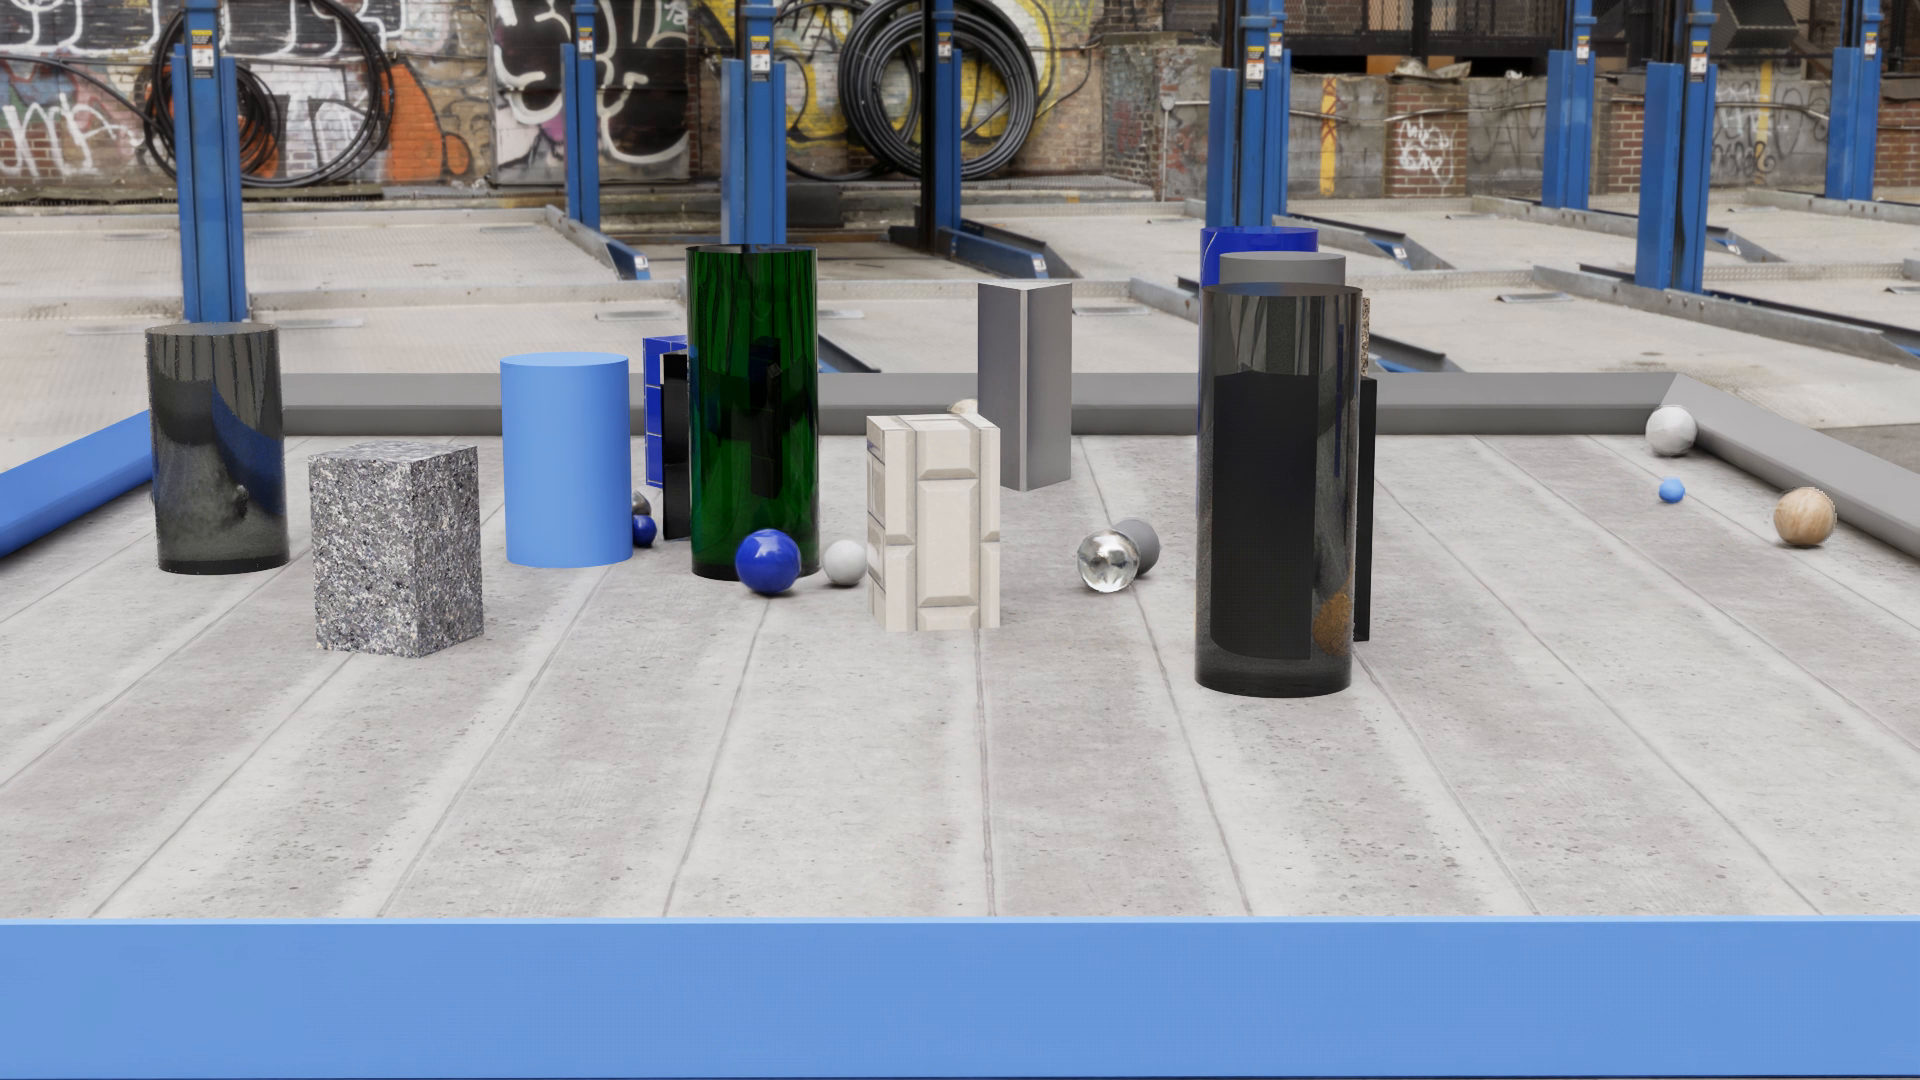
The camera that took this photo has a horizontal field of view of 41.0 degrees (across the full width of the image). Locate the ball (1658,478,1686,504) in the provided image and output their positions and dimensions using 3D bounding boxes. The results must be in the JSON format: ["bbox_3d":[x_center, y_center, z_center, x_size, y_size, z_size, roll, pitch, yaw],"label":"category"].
[{"bbox_3d":[1.187,-0.082,4.278,0.042,0.042,0.042,0,11,0],"label":"ball"}]

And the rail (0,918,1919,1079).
[{"bbox_3d":[0.009,0.327,1.868,2.850,0.121,0.045,0,11,0],"label":"rail"}]

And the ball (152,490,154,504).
[{"bbox_3d":[-1.283,-0.070,4.169,0.059,0.059,0.059,0,11,0],"label":"ball"}]

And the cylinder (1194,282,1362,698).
[{"bbox_3d":[0.373,-0.062,3.020,0.187,0.466,0.187,0,11,0],"label":"cylinder"}]

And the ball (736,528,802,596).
[{"bbox_3d":[-0.264,0.030,3.543,0.091,0.091,0.091,0,11,0],"label":"ball"}]

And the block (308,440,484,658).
[{"bbox_3d":[-0.710,0.008,3.241,0.150,0.245,0.150,4,11,22],"label":"block"}]

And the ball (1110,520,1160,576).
[{"bbox_3d":[0.245,0.011,3.668,0.082,0.082,0.082,0,11,0],"label":"ball"}]

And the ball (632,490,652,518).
[{"bbox_3d":[-0.513,-0.039,3.950,0.078,0.078,0.078,0,11,0],"label":"ball"}]

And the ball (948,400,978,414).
[{"bbox_3d":[0.019,-0.228,4.938,0.087,0.087,0.087,0,11,0],"label":"ball"}]

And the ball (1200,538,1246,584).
[{"bbox_3d":[0.371,0.030,3.614,0.066,0.066,0.066,0,11,0],"label":"ball"}]

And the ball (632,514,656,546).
[{"bbox_3d":[-0.485,-0.014,3.894,0.049,0.049,0.049,0,11,0],"label":"ball"}]

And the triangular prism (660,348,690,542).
[{"bbox_3d":[-0.382,-0.154,3.995,0.162,0.288,0.140,-1,11,-7],"label":"triangular prism"}]

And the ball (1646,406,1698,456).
[{"bbox_3d":[1.326,-0.203,4.784,0.094,0.094,0.094,0,11,0],"label":"ball"}]

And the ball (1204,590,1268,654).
[{"bbox_3d":[0.342,0.102,3.192,0.079,0.079,0.079,0,11,0],"label":"ball"}]

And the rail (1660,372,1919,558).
[{"bbox_3d":[1.401,0.030,3.457,0.045,0.121,3.265,0,11,0],"label":"rail"}]

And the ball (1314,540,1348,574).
[{"bbox_3d":[0.533,0.025,3.685,0.050,0.050,0.050,0,11,0],"label":"ball"}]

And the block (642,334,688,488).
[{"bbox_3d":[-0.442,-0.220,4.433,0.150,0.257,0.150,-8,13,-38],"label":"block"}]

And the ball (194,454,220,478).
[{"bbox_3d":[-1.329,-0.130,4.530,0.044,0.044,0.044,0,11,0],"label":"ball"}]

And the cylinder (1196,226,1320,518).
[{"bbox_3d":[0.474,-0.263,4.103,0.187,0.463,0.187,0,11,0],"label":"cylinder"}]

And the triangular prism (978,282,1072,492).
[{"bbox_3d":[0.092,-0.272,4.469,0.140,0.346,0.162,7,12,32],"label":"triangular prism"}]

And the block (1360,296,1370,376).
[{"bbox_3d":[0.602,-0.261,4.464,0.150,0.325,0.150,-7,13,-34],"label":"block"}]

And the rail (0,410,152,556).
[{"bbox_3d":[-1.401,0.033,3.442,0.045,0.121,3.265,0,11,0],"label":"rail"}]

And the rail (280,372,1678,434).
[{"bbox_3d":[-0.009,-0.264,5.031,2.850,0.121,0.045,0,11,0],"label":"rail"}]

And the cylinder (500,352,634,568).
[{"bbox_3d":[-0.581,-0.121,3.798,0.187,0.295,0.187,0,11,0],"label":"cylinder"}]

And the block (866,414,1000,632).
[{"bbox_3d":[-0.036,-0.025,3.377,0.150,0.261,0.150,-2,11,-11],"label":"block"}]

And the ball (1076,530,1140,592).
[{"bbox_3d":[0.205,0.029,3.562,0.087,0.087,0.087,0,11,0],"label":"ball"}]

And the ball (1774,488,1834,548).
[{"bbox_3d":[1.279,-0.033,3.890,0.089,0.089,0.089,0,11,0],"label":"ball"}]

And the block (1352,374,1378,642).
[{"bbox_3d":[0.431,-0.046,3.288,0.150,0.334,0.150,-3,11,-13],"label":"block"}]

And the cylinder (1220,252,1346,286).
[{"bbox_3d":[0.481,-0.208,3.866,0.187,0.440,0.187,0,11,0],"label":"cylinder"}]

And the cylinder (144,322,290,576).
[{"bbox_3d":[-1.082,-0.136,3.742,0.187,0.345,0.187,0,11,0],"label":"cylinder"}]

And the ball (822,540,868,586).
[{"bbox_3d":[-0.161,0.033,3.602,0.065,0.065,0.065,0,11,0],"label":"ball"}]

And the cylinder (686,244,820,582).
[{"bbox_3d":[-0.296,-0.186,3.684,0.187,0.464,0.187,0,11,0],"label":"cylinder"}]
